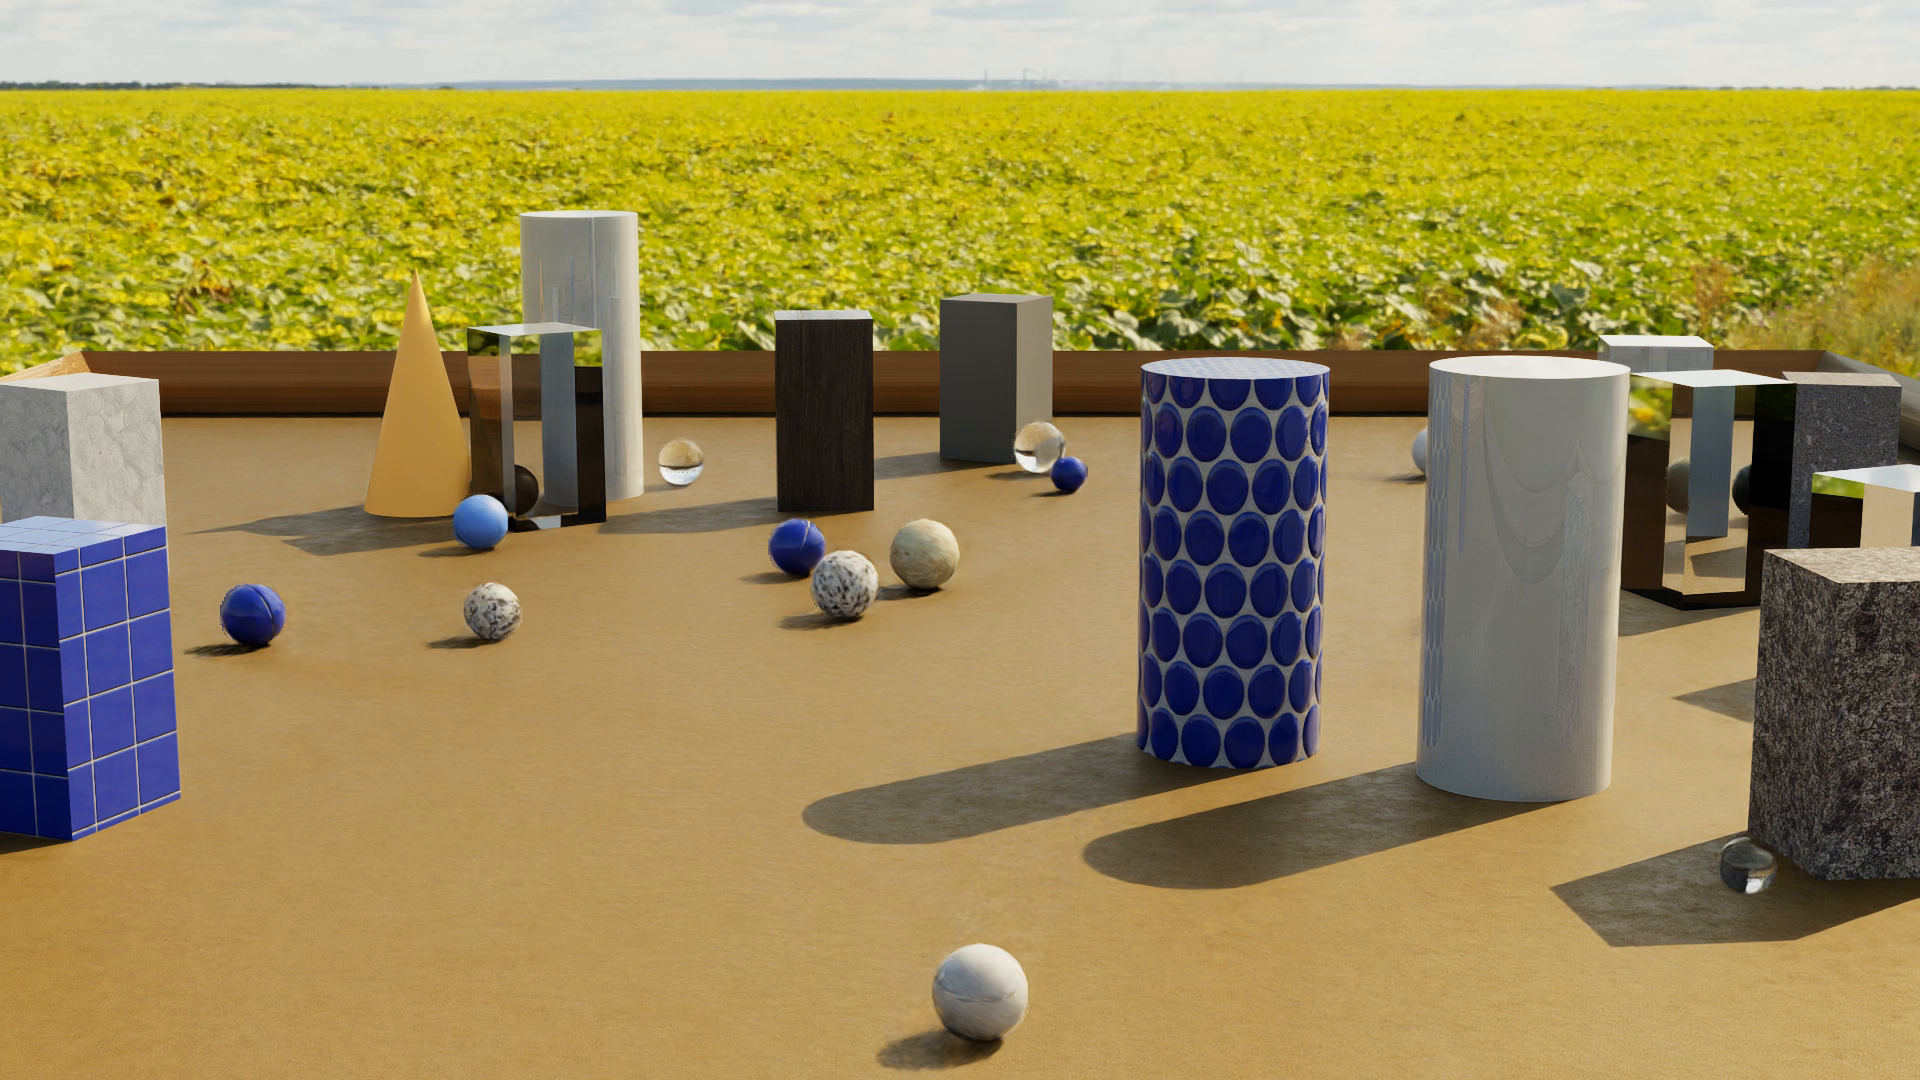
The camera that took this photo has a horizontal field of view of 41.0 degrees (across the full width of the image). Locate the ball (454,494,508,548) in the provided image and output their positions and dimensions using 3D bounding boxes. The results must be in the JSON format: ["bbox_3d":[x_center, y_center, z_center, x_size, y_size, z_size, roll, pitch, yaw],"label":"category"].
[{"bbox_3d":[-0.730,-0.028,3.912,0.083,0.083,0.083,0,10,0],"label":"ball"}]

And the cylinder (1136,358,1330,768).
[{"bbox_3d":[0.291,0.020,2.753,0.199,0.411,0.199,0,10,0],"label":"cylinder"}]

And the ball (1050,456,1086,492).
[{"bbox_3d":[0.188,-0.114,4.431,0.063,0.063,0.063,0,10,0],"label":"ball"}]

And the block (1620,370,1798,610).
[{"bbox_3d":[1.030,-0.072,3.539,0.159,0.305,0.159,-3,11,-16],"label":"block"}]

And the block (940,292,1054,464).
[{"bbox_3d":[0.069,-0.307,4.828,0.159,0.298,0.159,5,12,26],"label":"block"}]

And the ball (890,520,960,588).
[{"bbox_3d":[-0.050,0.020,3.612,0.098,0.098,0.098,0,10,0],"label":"ball"}]

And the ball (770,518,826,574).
[{"bbox_3d":[-0.235,0.009,3.715,0.081,0.081,0.081,0,10,0],"label":"ball"}]

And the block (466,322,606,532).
[{"bbox_3d":[-0.682,-0.185,4.135,0.159,0.311,0.159,-7,13,-35],"label":"block"}]

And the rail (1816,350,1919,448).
[{"bbox_3d":[1.828,0.031,3.459,0.045,0.129,4.076,0,10,0],"label":"rail"}]

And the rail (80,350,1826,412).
[{"bbox_3d":[-0.012,-0.333,5.430,3.704,0.129,0.045,0,10,0],"label":"rail"}]

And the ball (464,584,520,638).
[{"bbox_3d":[-0.601,0.091,3.298,0.072,0.072,0.072,0,10,0],"label":"ball"}]

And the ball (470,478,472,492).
[{"bbox_3d":[-0.767,-0.090,4.243,0.085,0.085,0.085,0,10,0],"label":"ball"}]

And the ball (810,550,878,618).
[{"bbox_3d":[-0.154,0.059,3.423,0.090,0.090,0.090,0,10,0],"label":"ball"}]

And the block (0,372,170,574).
[{"bbox_3d":[-1.257,-0.086,3.673,0.159,0.284,0.159,7,12,32],"label":"block"}]

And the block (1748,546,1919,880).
[{"bbox_3d":[0.848,0.157,2.383,0.159,0.275,0.159,-1,11,-6],"label":"block"}]

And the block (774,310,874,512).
[{"bbox_3d":[-0.228,-0.218,4.295,0.159,0.318,0.159,-1,11,-5],"label":"block"}]

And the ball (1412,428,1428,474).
[{"bbox_3d":[0.856,-0.159,4.599,0.091,0.091,0.091,0,10,0],"label":"ball"}]

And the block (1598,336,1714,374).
[{"bbox_3d":[1.113,-0.176,4.137,0.159,0.292,0.159,1,11,7],"label":"block"}]

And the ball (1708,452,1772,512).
[{"bbox_3d":[1.286,-0.095,4.229,0.099,0.099,0.099,0,10,0],"label":"ball"}]

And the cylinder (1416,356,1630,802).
[{"bbox_3d":[0.575,0.035,2.629,0.199,0.426,0.199,0,10,0],"label":"cylinder"}]

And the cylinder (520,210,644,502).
[{"bbox_3d":[-0.645,-0.316,4.383,0.199,0.479,0.199,0,10,0],"label":"cylinder"}]

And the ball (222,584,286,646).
[{"bbox_3d":[-0.897,0.095,3.258,0.079,0.079,0.079,0,10,0],"label":"ball"}]

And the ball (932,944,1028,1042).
[{"bbox_3d":[0.015,0.342,1.940,0.073,0.073,0.073,0,10,0],"label":"ball"}]

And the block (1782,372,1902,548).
[{"bbox_3d":[1.352,-0.123,3.963,0.159,0.252,0.159,2,11,13],"label":"block"}]

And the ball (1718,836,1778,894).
[{"bbox_3d":[0.701,0.290,2.285,0.051,0.051,0.051,0,10,0],"label":"ball"}]

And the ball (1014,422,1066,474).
[{"bbox_3d":[0.144,-0.167,4.632,0.094,0.094,0.094,0,10,0],"label":"ball"}]

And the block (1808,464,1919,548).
[{"bbox_3d":[1.138,0.044,3.091,0.159,0.241,0.159,-5,12,-26],"label":"block"}]

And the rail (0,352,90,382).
[{"bbox_3d":[-1.828,0.035,3.438,0.045,0.129,4.076,0,10,0],"label":"rail"}]

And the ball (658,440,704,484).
[{"bbox_3d":[-0.491,-0.137,4.509,0.080,0.080,0.080,0,10,0],"label":"ball"}]

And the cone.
[{"bbox_3d":[-0.895,-0.253,4.251,0.199,0.403,0.199,0,10,0],"label":"cone"}]

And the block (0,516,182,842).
[{"bbox_3d":[-0.888,0.131,2.515,0.159,0.278,0.159,4,11,21],"label":"block"}]
